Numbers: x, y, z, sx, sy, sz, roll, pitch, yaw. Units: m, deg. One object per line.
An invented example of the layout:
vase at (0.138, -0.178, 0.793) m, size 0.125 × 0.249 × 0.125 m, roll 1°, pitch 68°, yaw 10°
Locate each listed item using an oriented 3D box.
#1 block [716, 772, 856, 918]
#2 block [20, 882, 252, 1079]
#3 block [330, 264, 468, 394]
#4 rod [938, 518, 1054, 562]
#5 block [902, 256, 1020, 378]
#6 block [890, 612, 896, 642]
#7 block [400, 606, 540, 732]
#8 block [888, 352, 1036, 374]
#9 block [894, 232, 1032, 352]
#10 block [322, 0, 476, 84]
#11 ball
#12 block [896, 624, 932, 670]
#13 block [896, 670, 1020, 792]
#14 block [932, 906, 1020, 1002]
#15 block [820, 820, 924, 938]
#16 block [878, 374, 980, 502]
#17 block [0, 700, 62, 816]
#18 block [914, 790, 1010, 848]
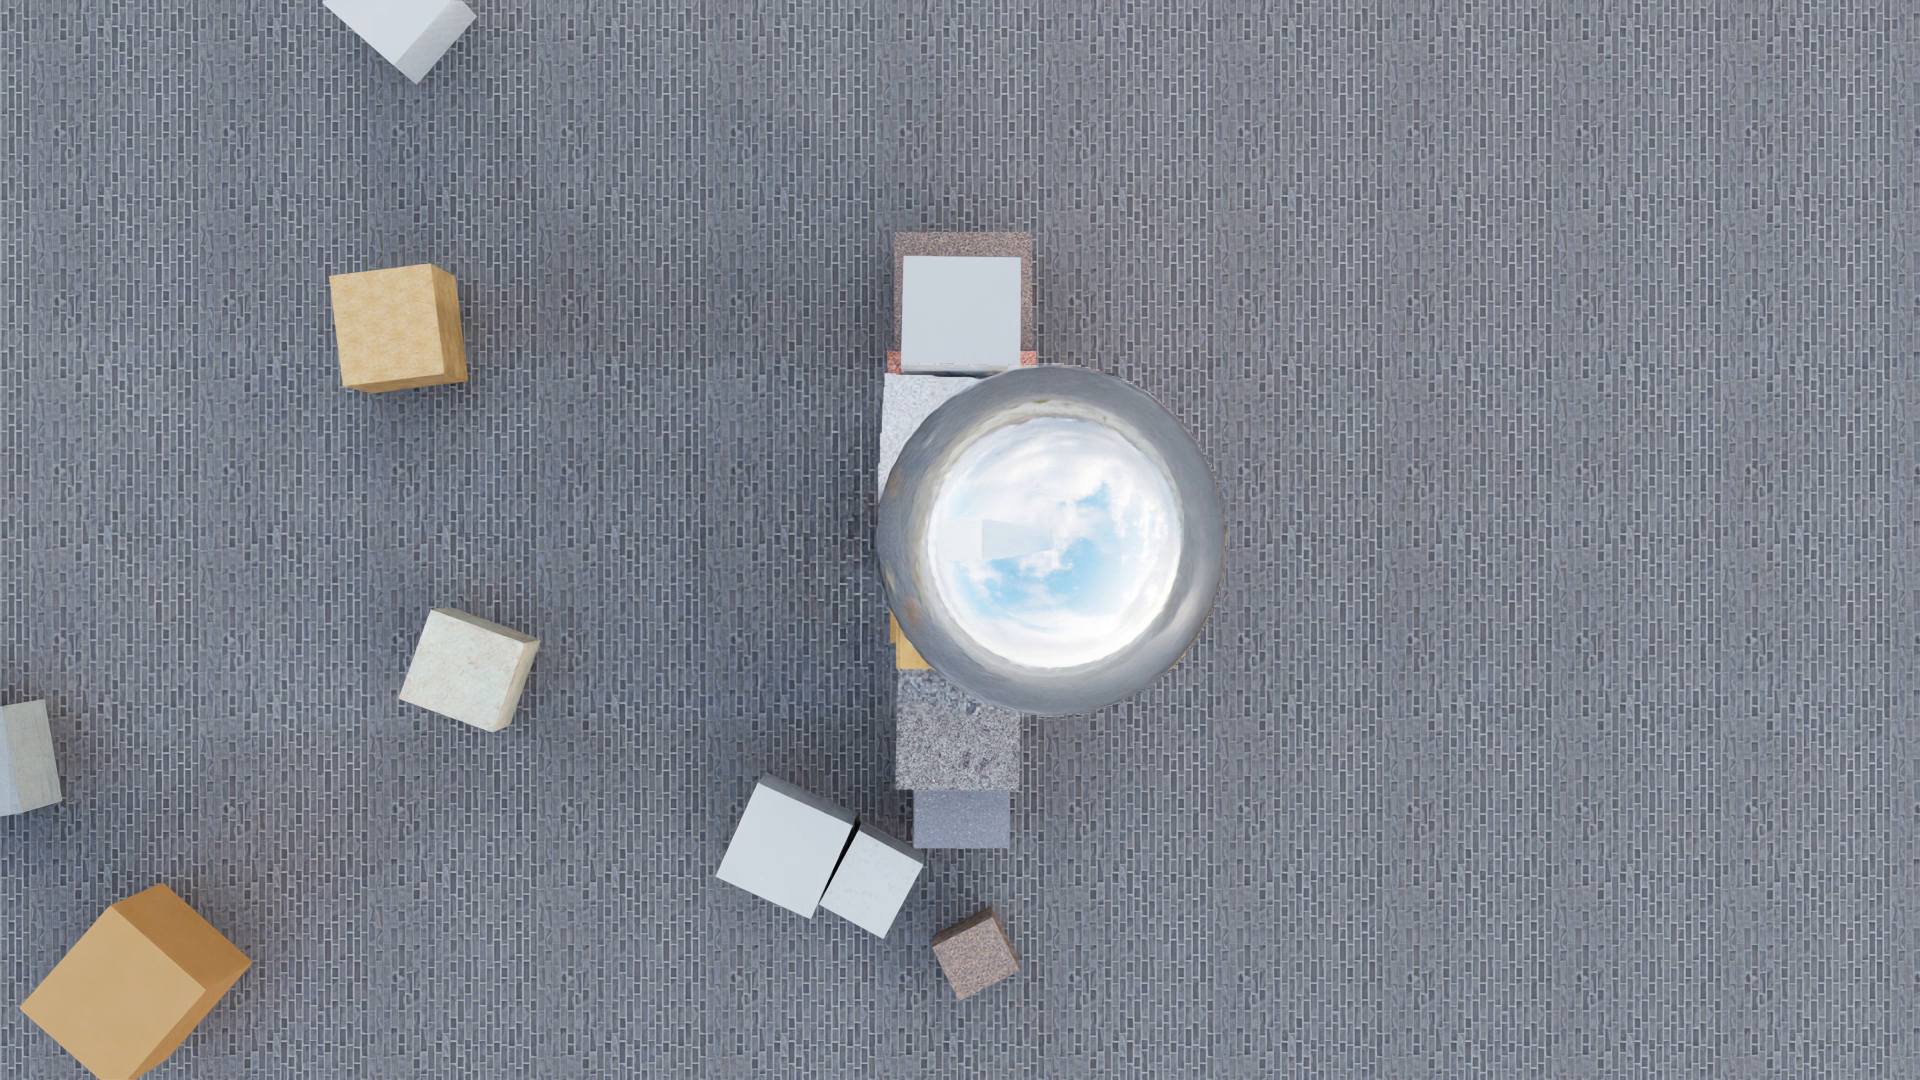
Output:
block at (-0.994, 1.759, 12.716) m, size 0.589 × 0.567 × 0.580 m, roll 24°, pitch 90°, yaw 0°
block at (-4.698, 2.546, 12.595) m, size 0.711 × 0.810 × 0.762 m, roll 41°, pitch 90°, yaw 0°
block at (-3.231, -1.213, 12.698) m, size 0.577 × 0.603 × 0.626 m, roll -7°, pitch 90°, yaw 0°
rod at (0.179, 0.000, 6.655) m, size 0.080 × 5.200 × 0.080 m, roll 0°, pitch 90°, yaw 4°
block at (0.008, -1.129, 12.000) m, size 0.629 × 0.586 × 0.629 m, roll 1°, pitch 70°, yaw 0°
block at (-0.013, 0.170, 12.571) m, size 0.742 × 0.858 × 0.795 m, roll 1°, pitch 90°, yaw 0°
block at (-2.835, 0.745, 12.754) m, size 0.567 × 0.492 × 0.539 m, roll 20°, pitch 90°, yaw 0°
block at (0.010, -0.650, 12.642) m, size 0.833 × 0.715 × 0.812 m, roll 0°, pitch 90°, yaw 0°
block at (0.018, -1.400, 12.691) m, size 0.777 × 0.617 × 0.670 m, roll 0°, pitch 90°, yaw 0°
block at (-3.236, -3.072, 12.733) m, size 0.541 × 0.534 × 0.540 m, roll 41°, pitch 90°, yaw 0°
ball at (0.413, 0.000, 10.047) m, size 1.600 × 1.600 × 1.600 m, roll 0°, pitch 90°, yaw 0°
block at (-0.021, 0.313, 11.805) m, size 0.626 × 0.676 × 0.725 m, roll 0°, pitch 90°, yaw 0°
block at (-0.009, 1.021, 12.049) m, size 0.658 × 0.673 × 0.648 m, roll 1°, pitch 88°, yaw 0°
block at (0.090, 2.403, 12.803) m, size 0.389 × 0.394 × 0.345 m, roll -27°, pitch 90°, yaw 0°
block at (-0.508, 1.967, 12.776) m, size 0.418 × 0.447 × 0.480 m, roll 28°, pitch 90°, yaw 0°
block at (-0.099, -0.479, 11.892) m, size 0.641 × 0.624 × 0.617 m, roll 3°, pitch 72°, yaw 0°
block at (-5.689, 1.298, 12.712) m, size 0.669 × 0.577 × 0.613 m, roll -10°, pitch 90°, yaw 0°
block at (0.011, 1.461, 12.690) m, size 0.540 × 0.620 × 0.548 m, roll 0°, pitch 90°, yaw 0°
